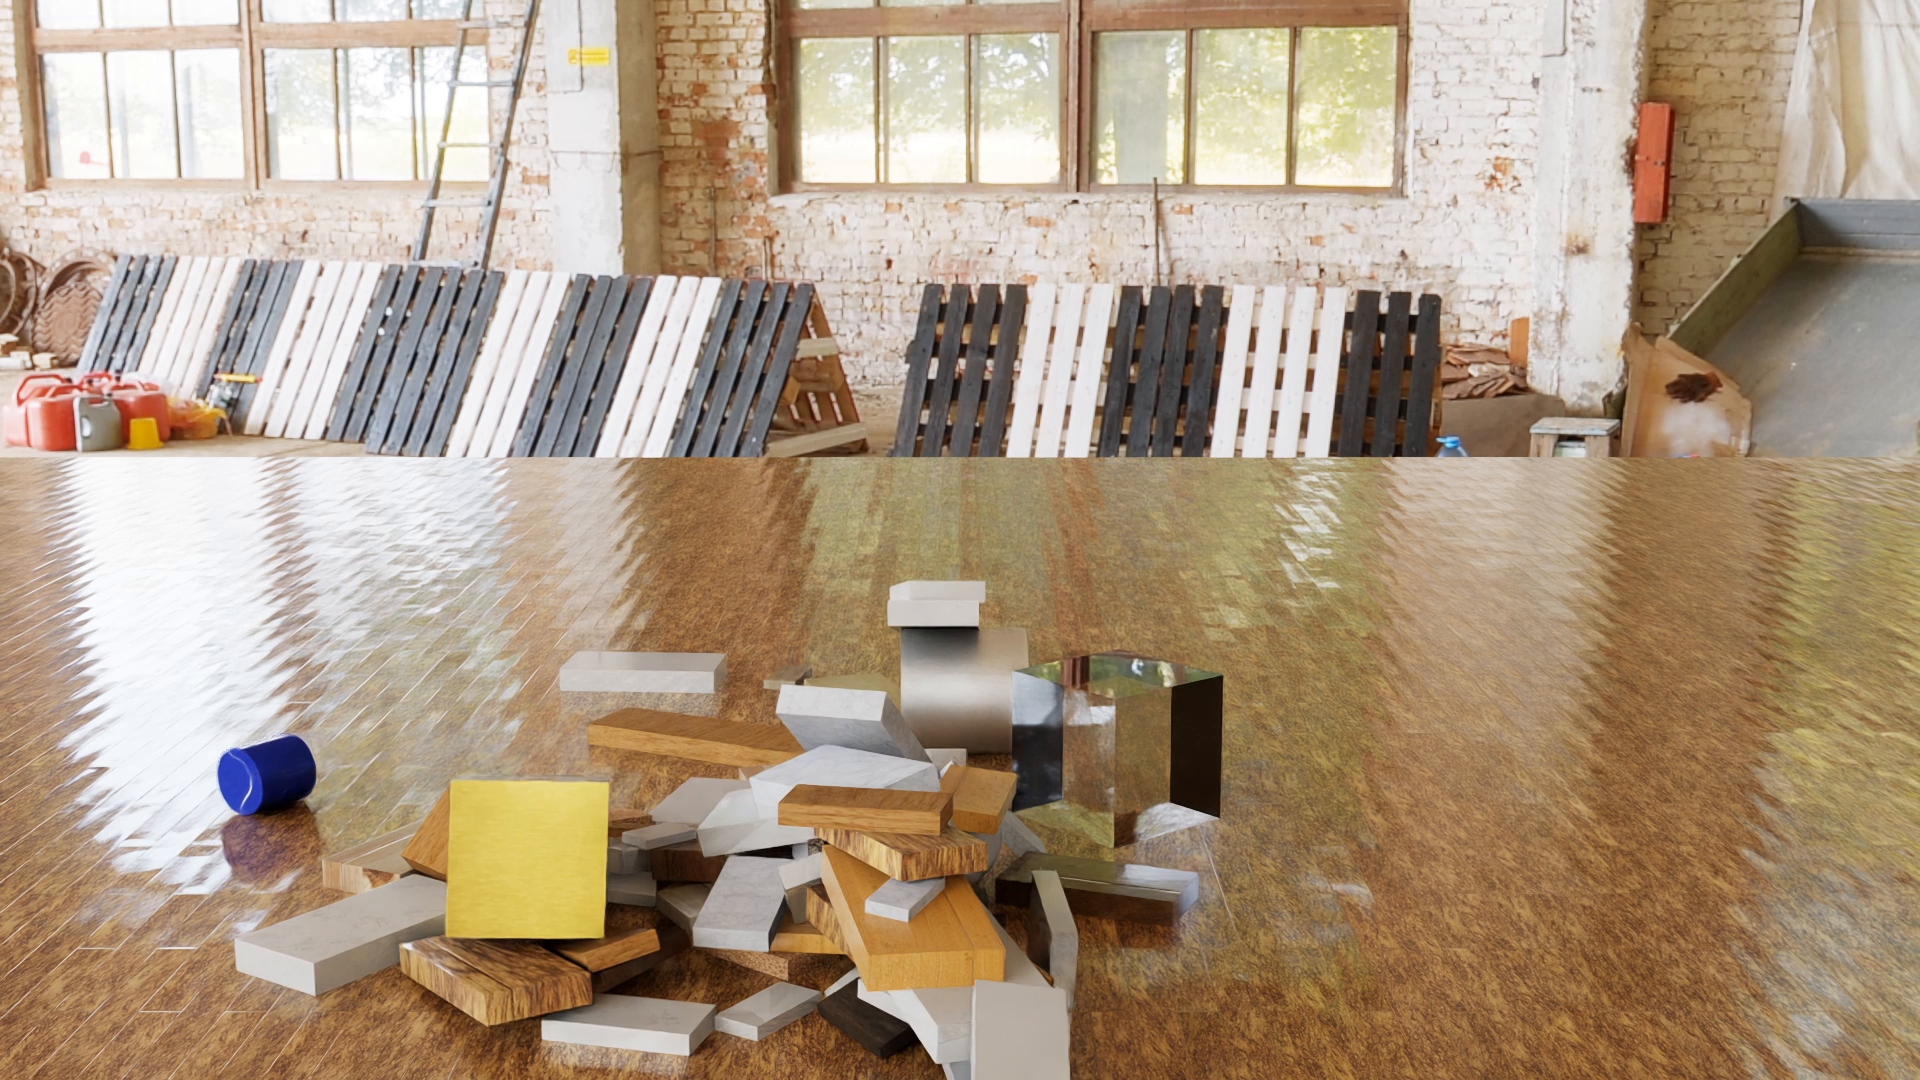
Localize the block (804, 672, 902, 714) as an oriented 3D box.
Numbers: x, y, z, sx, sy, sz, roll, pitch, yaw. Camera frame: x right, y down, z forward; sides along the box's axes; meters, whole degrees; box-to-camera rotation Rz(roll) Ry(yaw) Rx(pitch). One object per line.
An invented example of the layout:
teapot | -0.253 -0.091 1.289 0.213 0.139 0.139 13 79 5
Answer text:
block | -0.207 0.360 4.772 0.176 0.050 0.353 -4 11 -19

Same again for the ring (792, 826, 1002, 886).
ring | -0.102 0.490 3.598 0.345 0.115 0.345 -4 17 1

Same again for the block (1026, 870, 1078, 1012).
block | 0.135 0.598 3.255 0.038 0.135 0.269 2 10 -5

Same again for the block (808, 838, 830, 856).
block | -0.118 0.510 3.414 0.229 0.032 0.114 -7 55 -1

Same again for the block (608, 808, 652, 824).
block | -0.710 0.506 3.824 0.168 0.048 0.336 5 2 32

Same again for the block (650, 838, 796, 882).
block | -0.338 0.521 3.731 0.179 0.051 0.357 -4 1 34

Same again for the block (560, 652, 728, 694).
block | -0.727 0.304 5.072 0.353 0.050 0.176 1 11 4

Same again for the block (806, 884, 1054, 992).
block | -0.050 0.581 3.136 0.180 0.051 0.404 -5 17 -29

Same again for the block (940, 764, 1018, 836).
block | 0.020 0.419 3.561 0.114 0.032 0.229 7 12 8

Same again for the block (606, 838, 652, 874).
block | -0.554 0.524 3.740 0.137 0.039 0.274 8 1 24

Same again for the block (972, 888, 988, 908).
block | -0.020 0.575 3.443 0.114 0.032 0.228 -7 -5 4

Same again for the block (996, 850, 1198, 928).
block | 0.227 0.575 3.633 0.303 0.043 0.152 4 11 22

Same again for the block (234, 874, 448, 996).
block | -0.922 0.610 3.424 0.179 0.051 0.357 7 13 33

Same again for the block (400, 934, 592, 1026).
block | -0.681 0.629 3.201 0.154 0.044 0.384 -6 5 -31

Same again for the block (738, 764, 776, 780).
block | -0.381 0.468 4.270 0.072 0.021 0.145 -3 11 -16

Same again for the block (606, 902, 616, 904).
block | -0.612 0.575 3.690 0.151 0.021 0.076 8 13 36

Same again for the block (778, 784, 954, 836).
block | -0.133 0.384 3.141 0.231 0.033 0.116 2 7 9

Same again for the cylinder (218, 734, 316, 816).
cylinder | -1.302 0.440 4.132 0.126 0.126 0.126 7 13 33

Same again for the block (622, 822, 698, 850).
block | -0.504 0.496 3.687 0.058 0.017 0.117 11 10 37

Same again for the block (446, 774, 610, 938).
block | -0.655 0.479 3.360 0.230 0.230 0.230 2 -4 -9

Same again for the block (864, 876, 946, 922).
block | -0.074 0.480 2.980 0.063 0.018 0.126 9 16 21

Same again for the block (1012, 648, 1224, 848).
block | 0.289 0.378 4.062 0.273 0.273 0.273 -9 14 -39

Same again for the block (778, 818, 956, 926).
block | -0.135 0.493 3.325 0.269 0.135 0.038 -19 59 -9

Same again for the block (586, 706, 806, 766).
block | -0.484 0.412 4.507 0.573 0.043 0.152 5 12 26

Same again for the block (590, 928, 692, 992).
block | -0.503 0.632 3.272 0.102 0.029 0.203 -18 0 32

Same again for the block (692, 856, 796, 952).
block | -0.325 0.555 3.374 0.114 0.032 0.229 3 20 8

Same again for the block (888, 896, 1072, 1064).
block | -0.003 0.582 2.943 0.180 0.051 0.360 -2 16 -19

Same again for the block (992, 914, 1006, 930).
block | 0.020 0.600 3.384 0.099 0.028 0.199 -2 -5 2

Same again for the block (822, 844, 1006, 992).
block | -0.071 0.508 3.008 0.180 0.051 0.360 0 15 -13

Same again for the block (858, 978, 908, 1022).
block | -0.042 0.643 3.056 0.191 0.027 0.095 17 20 41

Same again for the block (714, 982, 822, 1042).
block | -0.274 0.675 3.154 0.076 0.022 0.152 7 12 32

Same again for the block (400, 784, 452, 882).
block | -0.750 0.511 3.595 0.308 0.044 0.154 16 60 28

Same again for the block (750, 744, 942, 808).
block | -0.185 0.386 3.480 0.154 0.044 0.308 -22 14 -34

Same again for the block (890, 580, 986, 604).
block | -0.049 0.112 4.527 0.152 0.043 0.303 1 -4 -9

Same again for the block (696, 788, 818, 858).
block | -0.237 0.433 3.541 0.336 0.048 0.168 -10 12 14

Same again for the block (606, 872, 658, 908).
block | -0.575 0.566 3.614 0.151 0.021 0.076 9 20 -12

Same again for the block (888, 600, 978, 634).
block | -0.047 0.182 4.885 0.176 0.050 1.256 0 -4 0

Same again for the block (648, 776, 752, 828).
block | -0.476 0.498 4.056 0.137 0.039 0.274 2 11 12

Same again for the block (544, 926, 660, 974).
block | -0.533 0.608 3.268 0.110 0.031 0.220 -15 -1 -27

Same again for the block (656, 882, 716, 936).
block | -0.405 0.580 3.475 0.102 0.029 0.203 -8 6 -22

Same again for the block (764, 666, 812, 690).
block | -0.395 0.318 5.080 0.072 0.021 0.145 2 11 12

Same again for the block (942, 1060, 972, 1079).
block | 0.036 0.687 2.806 0.095 0.027 0.191 -2 6 -7

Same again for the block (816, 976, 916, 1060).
block | -0.126 0.669 3.082 0.076 0.022 0.152 -29 30 -29

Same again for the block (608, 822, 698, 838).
block | -0.542 0.498 3.757 0.257 0.017 0.059 8 1 -26

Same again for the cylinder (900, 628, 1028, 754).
cylinder | 0.007 0.309 4.490 0.254 0.254 0.254 0 11 -2

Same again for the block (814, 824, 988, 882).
block | -0.087 0.424 3.119 0.135 0.038 0.269 -3 8 -30

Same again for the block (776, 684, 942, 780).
block | -0.145 0.384 3.768 0.179 0.051 0.540 3 -26 17

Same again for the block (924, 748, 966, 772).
block | -0.125 0.447 4.066 0.274 0.137 0.039 0 42 0

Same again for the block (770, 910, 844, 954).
block | -0.219 0.599 3.364 0.203 0.029 0.102 1 11 7

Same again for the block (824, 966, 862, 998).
block | -0.121 0.658 3.163 0.076 0.022 0.152 -35 28 -28

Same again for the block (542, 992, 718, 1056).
block | -0.465 0.680 3.099 0.220 0.031 0.110 3 11 14

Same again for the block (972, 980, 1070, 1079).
block | 0.073 0.676 2.622 0.116 0.033 0.395 7 30 -4

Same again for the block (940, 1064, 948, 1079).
block | 0.035 0.705 2.891 0.095 0.027 0.418 -2 6 -9

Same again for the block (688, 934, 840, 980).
block | -0.310 0.623 3.404 0.228 0.032 0.114 9 14 39

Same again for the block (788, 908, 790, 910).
block | -0.315 0.584 3.637 0.080 0.023 0.160 0 11 -1

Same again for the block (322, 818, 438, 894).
block | -0.899 0.532 3.849 0.168 0.048 0.428 5 12 27

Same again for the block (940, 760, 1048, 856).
block | 0.060 0.477 3.801 0.220 0.031 0.110 43 4 -12
